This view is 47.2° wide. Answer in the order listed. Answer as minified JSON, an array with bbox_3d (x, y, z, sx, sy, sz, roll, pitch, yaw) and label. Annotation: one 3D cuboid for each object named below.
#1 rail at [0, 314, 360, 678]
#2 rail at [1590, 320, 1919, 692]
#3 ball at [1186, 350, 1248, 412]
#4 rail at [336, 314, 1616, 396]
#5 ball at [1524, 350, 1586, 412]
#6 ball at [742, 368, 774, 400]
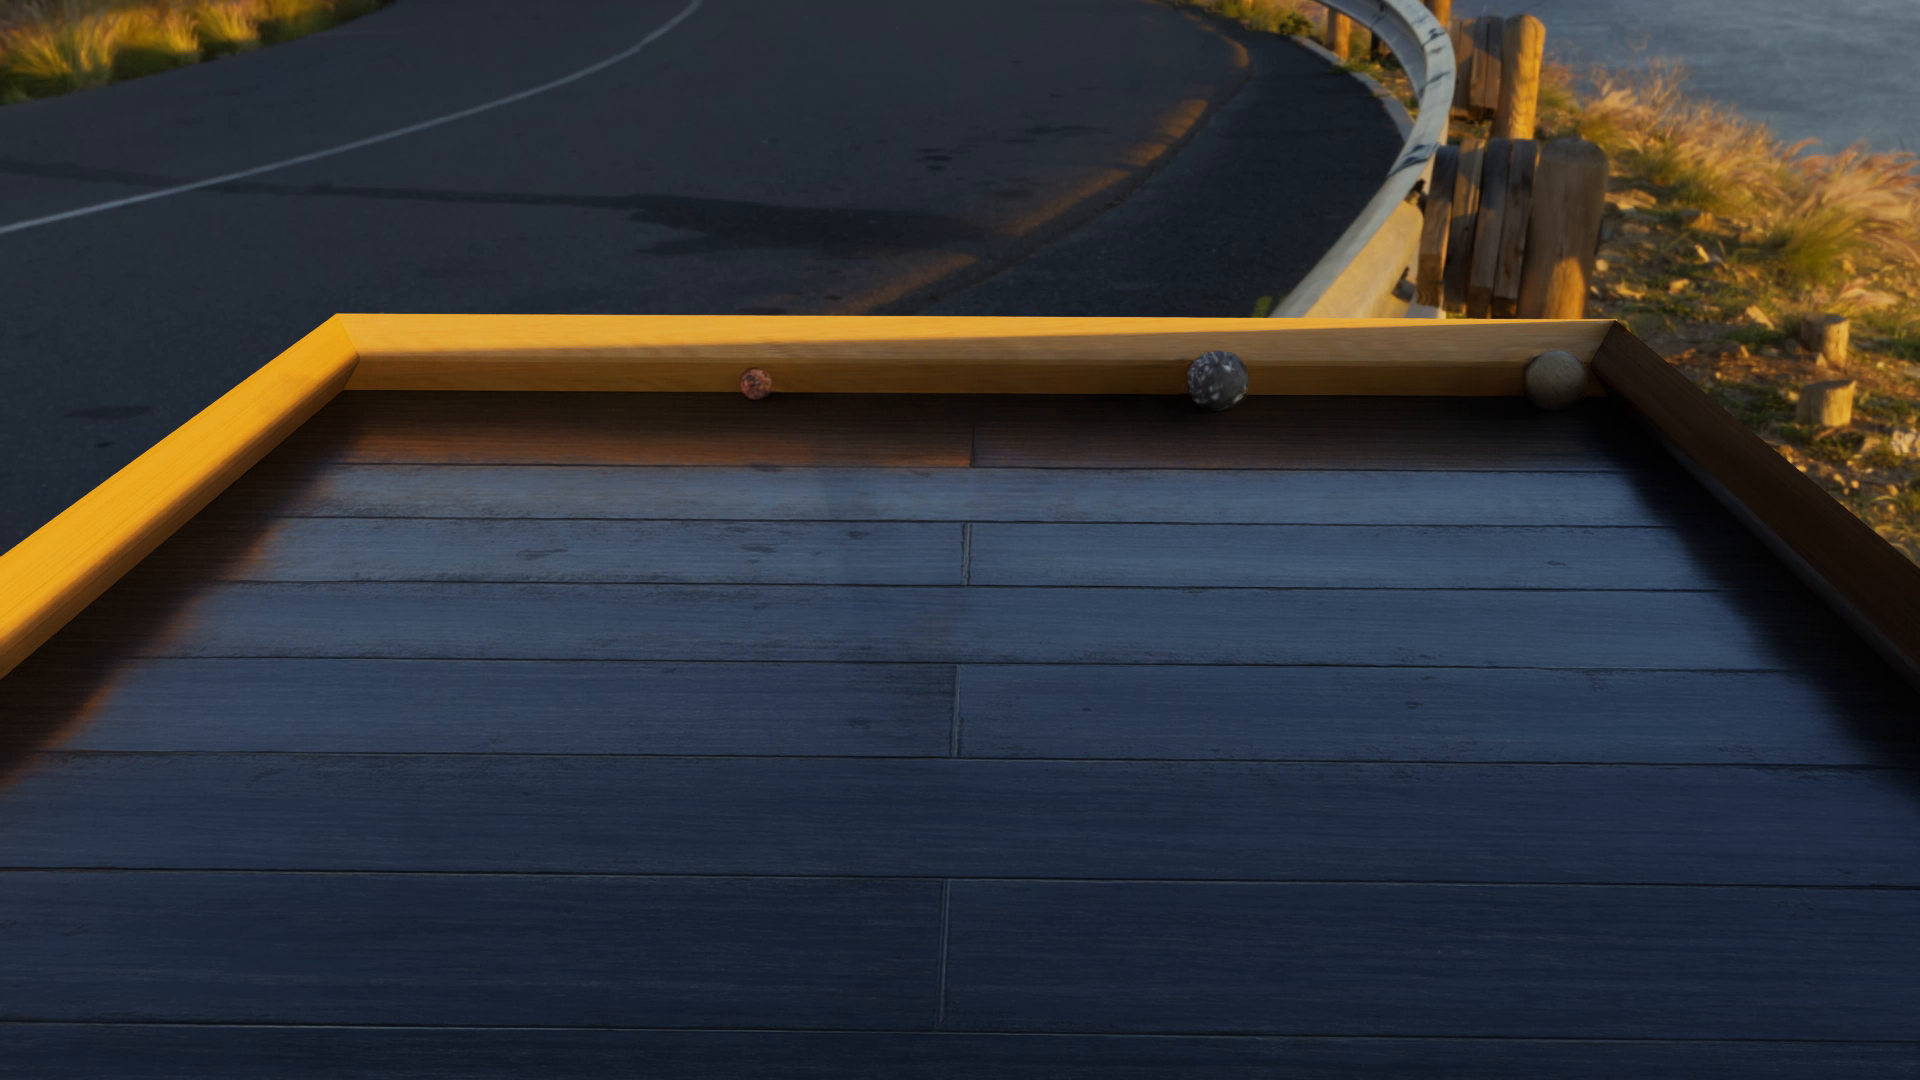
[{"bbox_3d":[-0.989,0.233,1.824,0.045,0.120,3.422,0,18,1],"label":"rail"},{"bbox_3d":[0.951,0.246,1.783,0.045,0.120,3.422,0,18,1],"label":"rail"},{"bbox_3d":[0.390,-0.241,3.332,0.092,0.092,0.092,0,18,0],"label":"ball"},{"bbox_3d":[0.018,-0.282,3.408,1.988,0.120,0.045,0,18,1],"label":"rail"},{"bbox_3d":[0.901,-0.241,3.330,0.093,0.093,0.093,0,18,0],"label":"ball"},{"bbox_3d":[-0.313,-0.240,3.400,0.049,0.049,0.049,0,18,0],"label":"ball"}]
